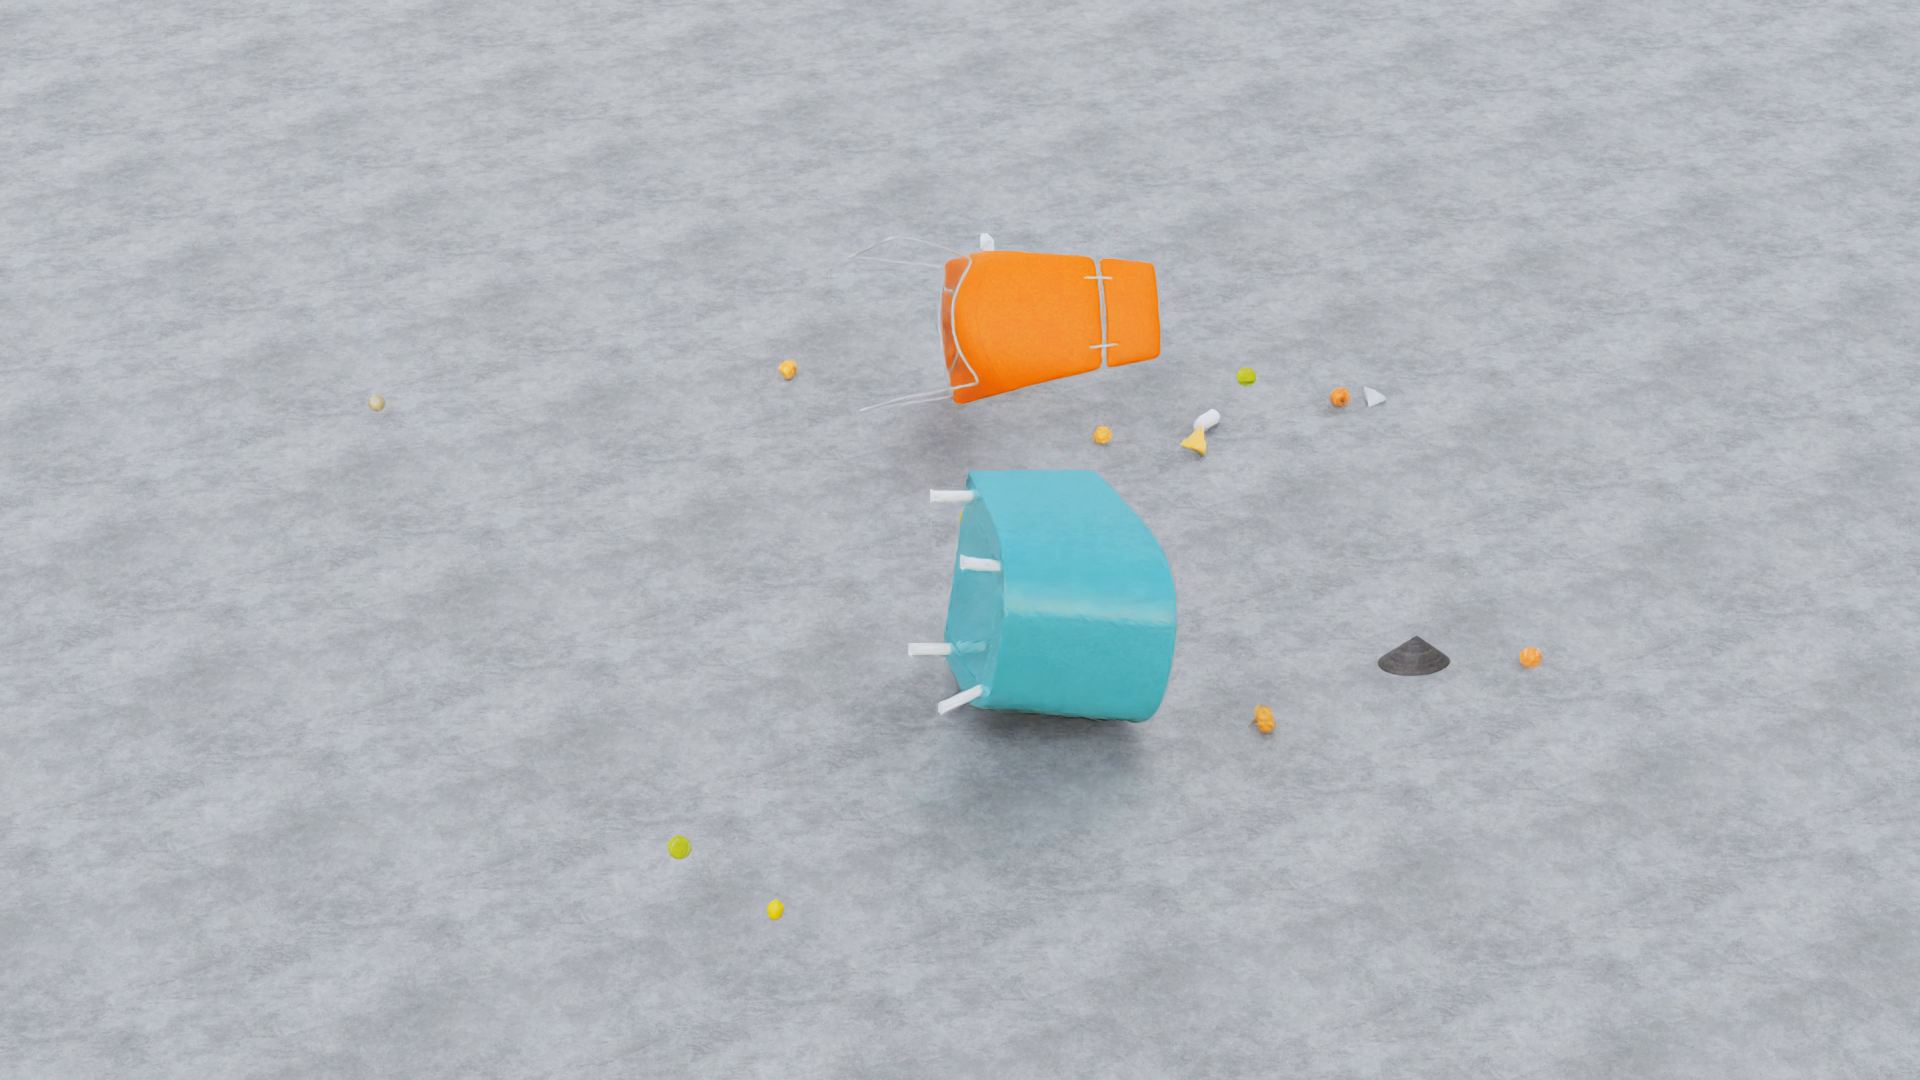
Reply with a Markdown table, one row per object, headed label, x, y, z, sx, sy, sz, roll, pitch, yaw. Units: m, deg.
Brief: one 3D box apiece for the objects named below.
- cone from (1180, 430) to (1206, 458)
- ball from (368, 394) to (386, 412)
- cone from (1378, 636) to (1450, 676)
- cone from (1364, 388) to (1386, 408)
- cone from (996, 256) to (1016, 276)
| label | x | y | z | sx | sy | sz | roll | pitch | yaw |
| --- | --- | --- | --- | --- | --- | --- | --- | --- | --- |
| cone | 0.901 | -0.378 | 11.427 | 0.094 | 0.109 | 0.128 | 4 | 47 | -4 |
| ball | -2.206 | -0.520 | 11.095 | 0.064 | 0.064 | 0.064 | 0 | 33 | 0 |
| cone | 1.594 | 0.381 | 10.263 | 0.258 | 0.114 | 0.164 | -5 | 34 | -8 |
| cone | 1.653 | -0.559 | 11.763 | 0.107 | 0.058 | 0.065 | 29 | 69 | -3 |
| cone | 0.177 | -1.174 | 12.694 | 0.107 | 0.072 | 0.087 | 8 | 54 | 51 |
